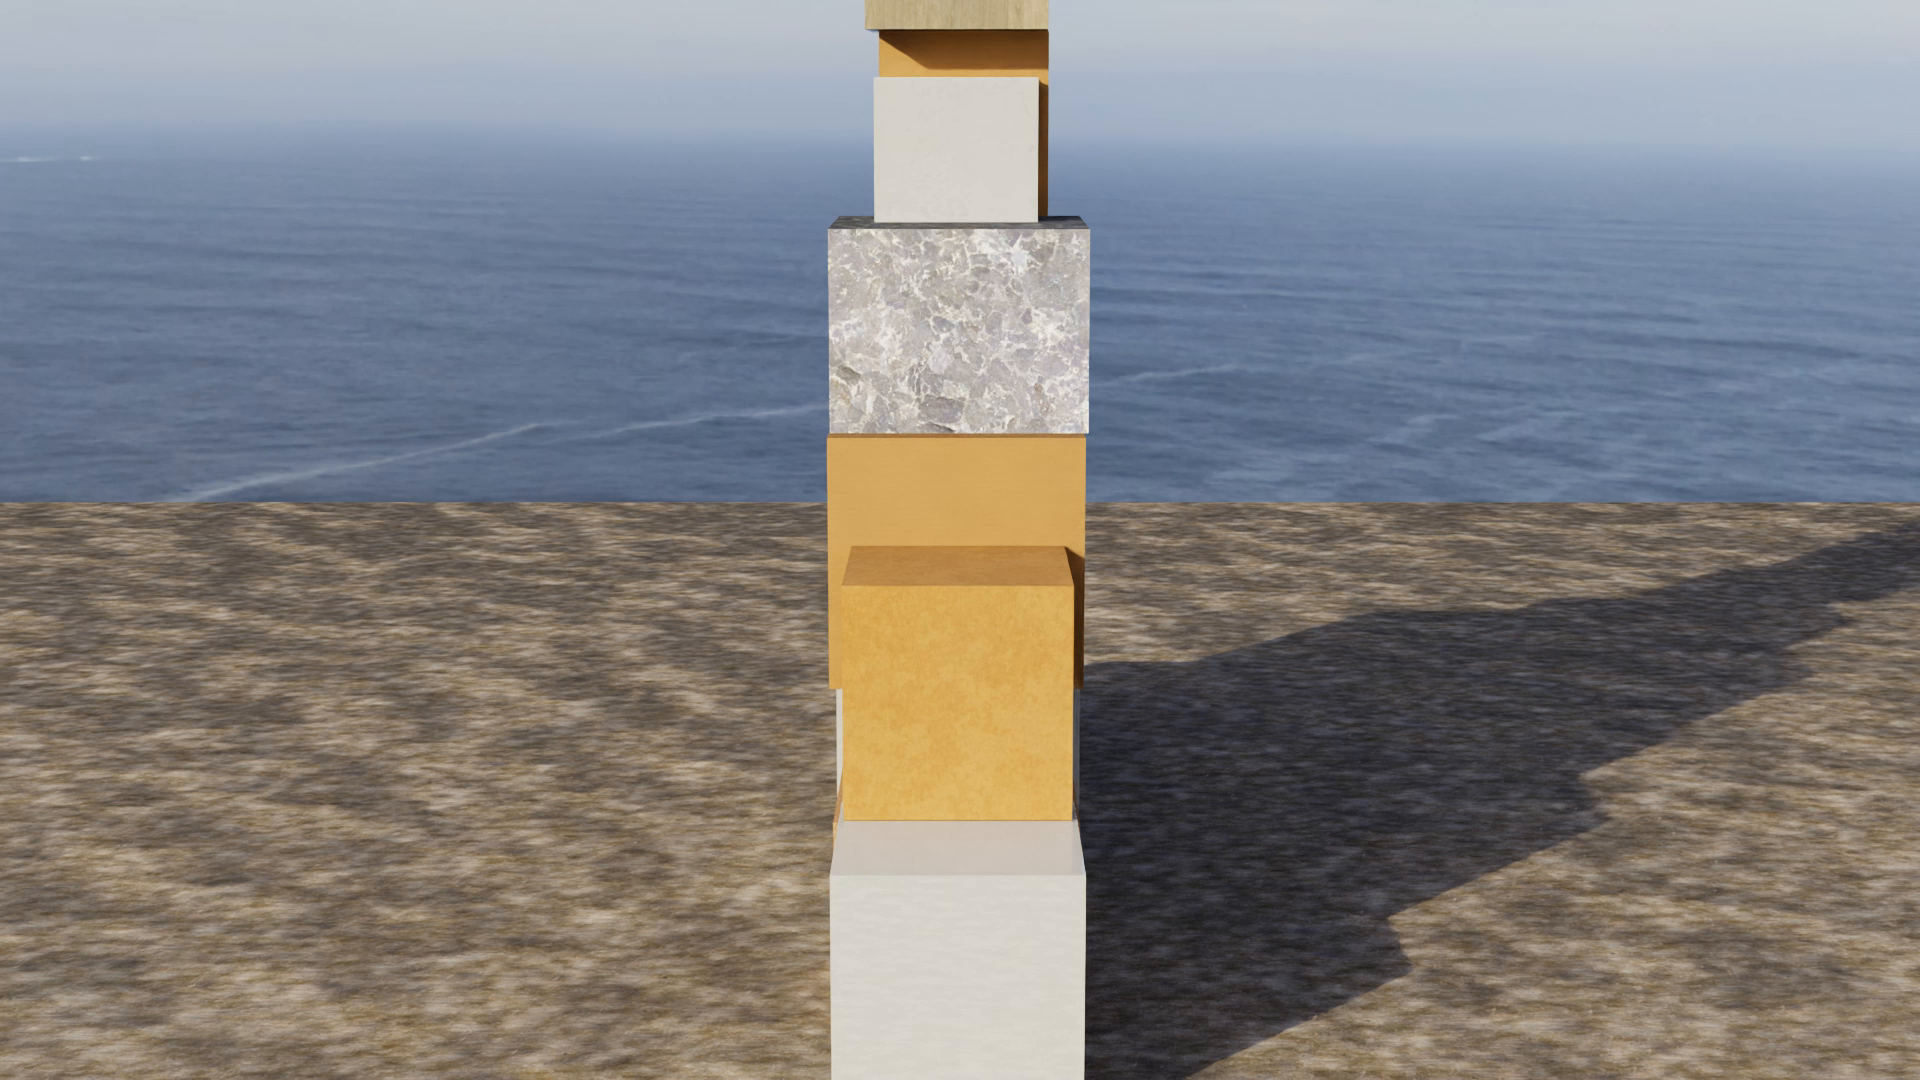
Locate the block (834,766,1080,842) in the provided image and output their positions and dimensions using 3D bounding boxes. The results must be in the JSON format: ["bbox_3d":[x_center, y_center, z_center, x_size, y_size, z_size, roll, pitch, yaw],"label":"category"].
[{"bbox_3d":[-0.012,1.356,9.884,0.906,0.796,0.815,0,10,0],"label":"block"}]

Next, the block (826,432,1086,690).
[{"bbox_3d":[-0.014,0.012,10.309,0.985,0.981,0.935,0,10,0],"label":"block"}]

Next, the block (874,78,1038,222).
[{"bbox_3d":[-0.015,-1.597,10.450,0.649,0.567,0.610,0,10,0],"label":"block"}]

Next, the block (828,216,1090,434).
[{"bbox_3d":[-0.004,-0.879,10.277,0.997,0.783,0.929,0,10,0],"label":"block"}]

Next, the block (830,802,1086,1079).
[{"bbox_3d":[-0.007,1.469,9.037,0.852,0.877,0.873,0,10,0],"label":"block"}]

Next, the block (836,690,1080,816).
[{"bbox_3d":[-0.007,1.018,10.741,0.967,1.154,0.974,0,10,0],"label":"block"}]

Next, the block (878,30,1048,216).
[{"bbox_3d":[0.016,-1.812,11.171,0.708,0.783,0.857,0,10,0],"label":"block"}]

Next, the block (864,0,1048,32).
[{"bbox_3d":[-0.013,-2.565,10.720,0.745,0.858,0.797,0,10,0],"label":"block"}]

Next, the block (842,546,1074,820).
[{"bbox_3d":[-0.008,0.510,9.493,0.816,0.850,0.839,0,10,0],"label":"block"}]
